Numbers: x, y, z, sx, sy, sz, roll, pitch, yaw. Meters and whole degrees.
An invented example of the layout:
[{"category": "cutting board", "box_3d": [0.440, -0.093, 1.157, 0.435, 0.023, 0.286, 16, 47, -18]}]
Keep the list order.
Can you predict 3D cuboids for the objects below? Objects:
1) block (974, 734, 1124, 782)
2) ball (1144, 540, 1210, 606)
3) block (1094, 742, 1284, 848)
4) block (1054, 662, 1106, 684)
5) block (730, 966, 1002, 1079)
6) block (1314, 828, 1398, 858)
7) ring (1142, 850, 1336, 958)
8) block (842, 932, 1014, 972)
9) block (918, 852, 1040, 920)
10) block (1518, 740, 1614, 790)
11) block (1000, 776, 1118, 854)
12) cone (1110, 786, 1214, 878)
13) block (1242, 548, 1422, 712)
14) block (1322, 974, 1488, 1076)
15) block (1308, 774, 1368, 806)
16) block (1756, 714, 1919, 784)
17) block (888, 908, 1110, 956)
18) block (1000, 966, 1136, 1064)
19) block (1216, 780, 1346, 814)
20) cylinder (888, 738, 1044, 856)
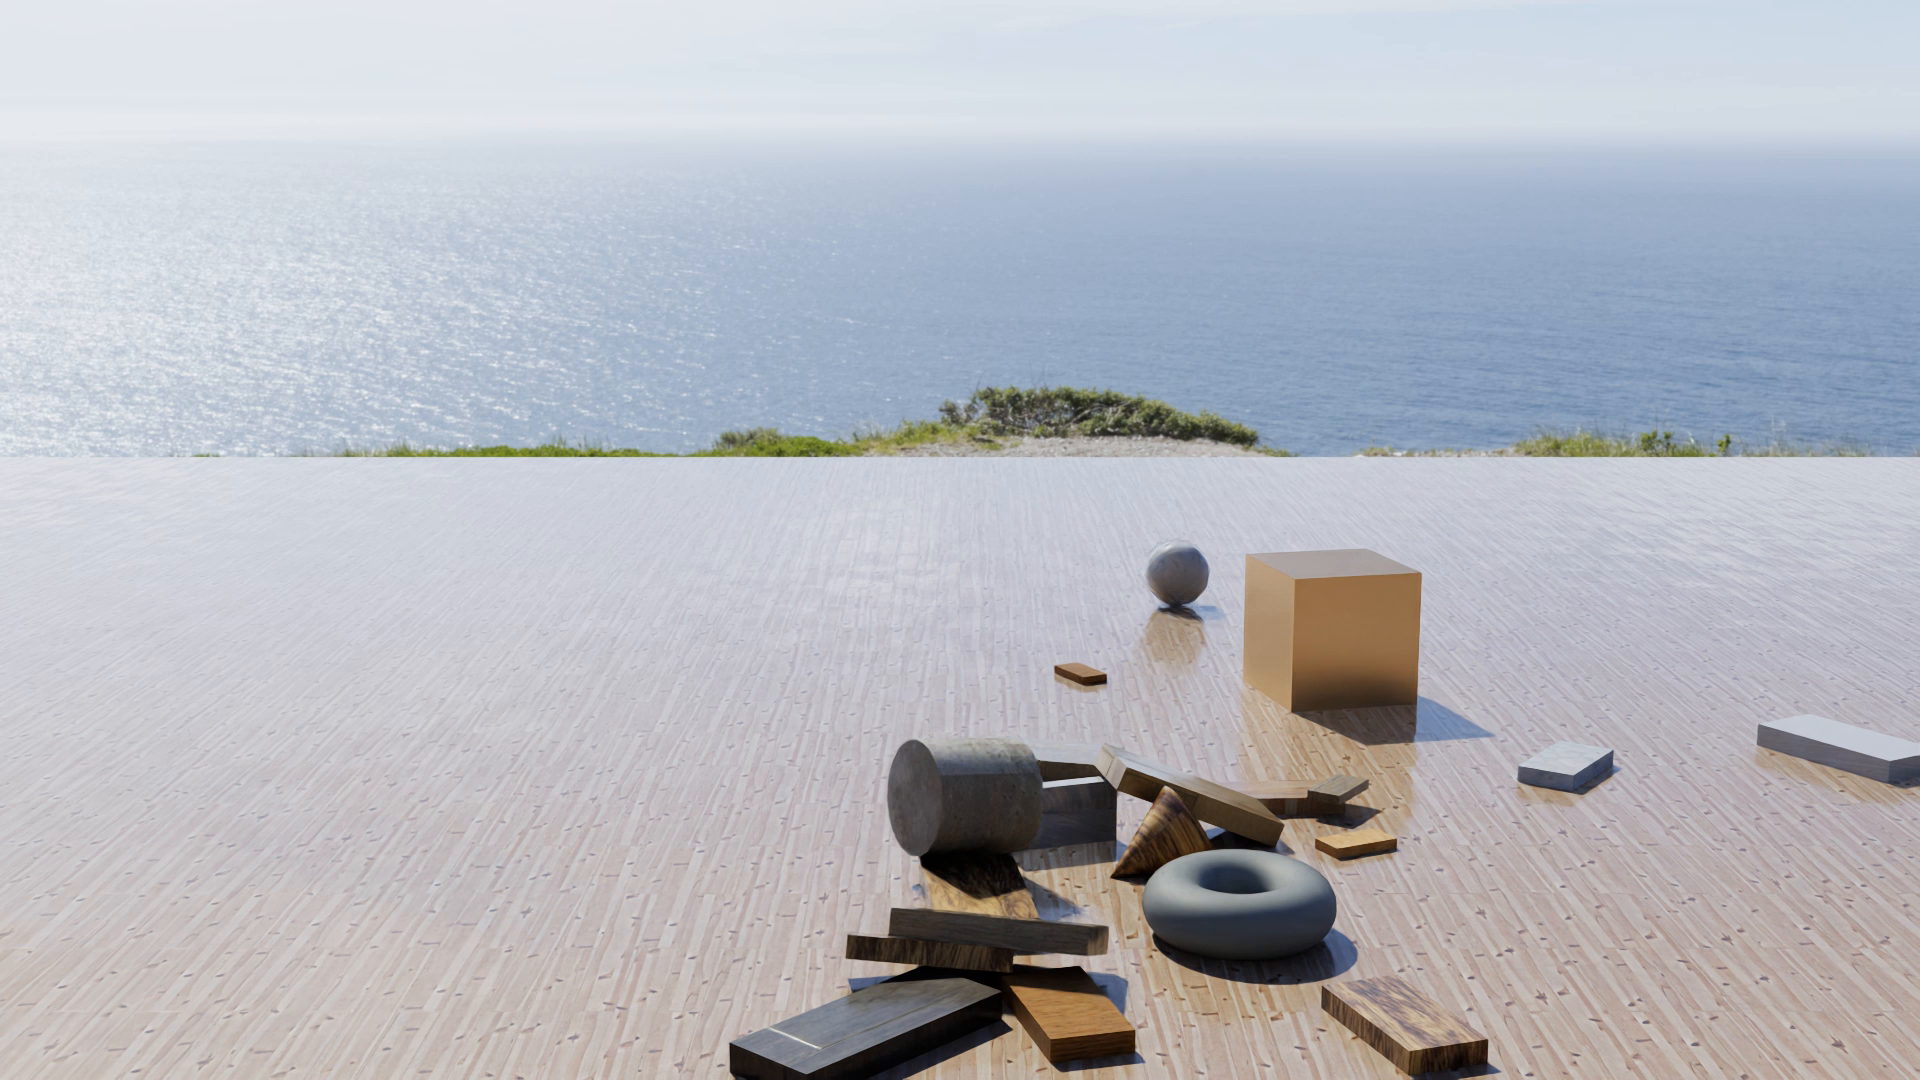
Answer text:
[{"category": "block", "box_3d": [0.163, 0.437, 4.373, 0.302, 0.043, 0.151, 3, 11, 15]}, {"category": "ball", "box_3d": [0.582, 0.089, 5.893, 0.173, 0.173, 0.173, 0, 11, 0]}, {"category": "block", "box_3d": [0.410, 0.456, 3.940, 0.317, 0.045, 0.158, 21, 6, -14]}, {"category": "block", "box_3d": [0.280, 0.311, 5.122, 0.065, 0.018, 0.130, -5, 12, -27]}, {"category": "block", "box_3d": [-0.126, 0.682, 3.056, 0.151, 0.043, 0.384, 10, 14, 42]}, {"category": "block", "box_3d": [0.702, 0.538, 3.900, 0.130, 0.018, 0.065, -5, 12, -25]}, {"category": "ring", "box_3d": [0.441, 0.575, 3.476, 0.306, 0.102, 0.306, -1, 12, 0]}, {"category": "block", "box_3d": [-0.050, 0.613, 3.273, 0.246, 0.035, 0.123, 6, -8, -5]}, {"category": "block", "box_3d": [0.027, 0.584, 3.578, 0.158, 0.045, 0.317, -1, 11, -7]}, {"category": "block", "box_3d": [1.201, 0.446, 4.357, 0.112, 0.032, 0.223, 8, 13, 35]}, {"category": "block", "box_3d": [0.171, 0.488, 3.915, 0.223, 0.112, 0.032, -4, 11, -19]}, {"category": "cone", "box_3d": [0.324, 0.535, 3.762, 0.166, 0.166, 0.166, -30, 18, -12]}, {"category": "block", "box_3d": [0.835, 0.198, 4.963, 0.298, 0.298, 0.298, -3, 11, -13]}, {"category": "block", "box_3d": [0.622, 0.679, 3.093, 0.123, 0.035, 0.246, -4, 11, -19]}, {"category": "block", "box_3d": [0.707, 0.466, 4.112, 0.065, 0.018, 0.130, 7, 13, 34]}, {"category": "block", "box_3d": [1.800, 0.420, 4.460, 0.158, 0.045, 0.317, -6, 12, -29]}, {"category": "block", "box_3d": [0.060, 0.588, 3.306, 0.302, 0.043, 0.151, 3, -9, 15]}, {"category": "block", "box_3d": [0.150, 0.672, 3.130, 0.123, 0.035, 0.246, -3, 11, -15]}, {"category": "block", "box_3d": [0.604, 0.485, 4.147, 0.223, 0.032, 0.112, -1, 11, -3]}, {"category": "cylinder", "box_3d": [0.008, 0.437, 3.742, 0.195, 0.195, 0.195, 2, 8, -29]}]
